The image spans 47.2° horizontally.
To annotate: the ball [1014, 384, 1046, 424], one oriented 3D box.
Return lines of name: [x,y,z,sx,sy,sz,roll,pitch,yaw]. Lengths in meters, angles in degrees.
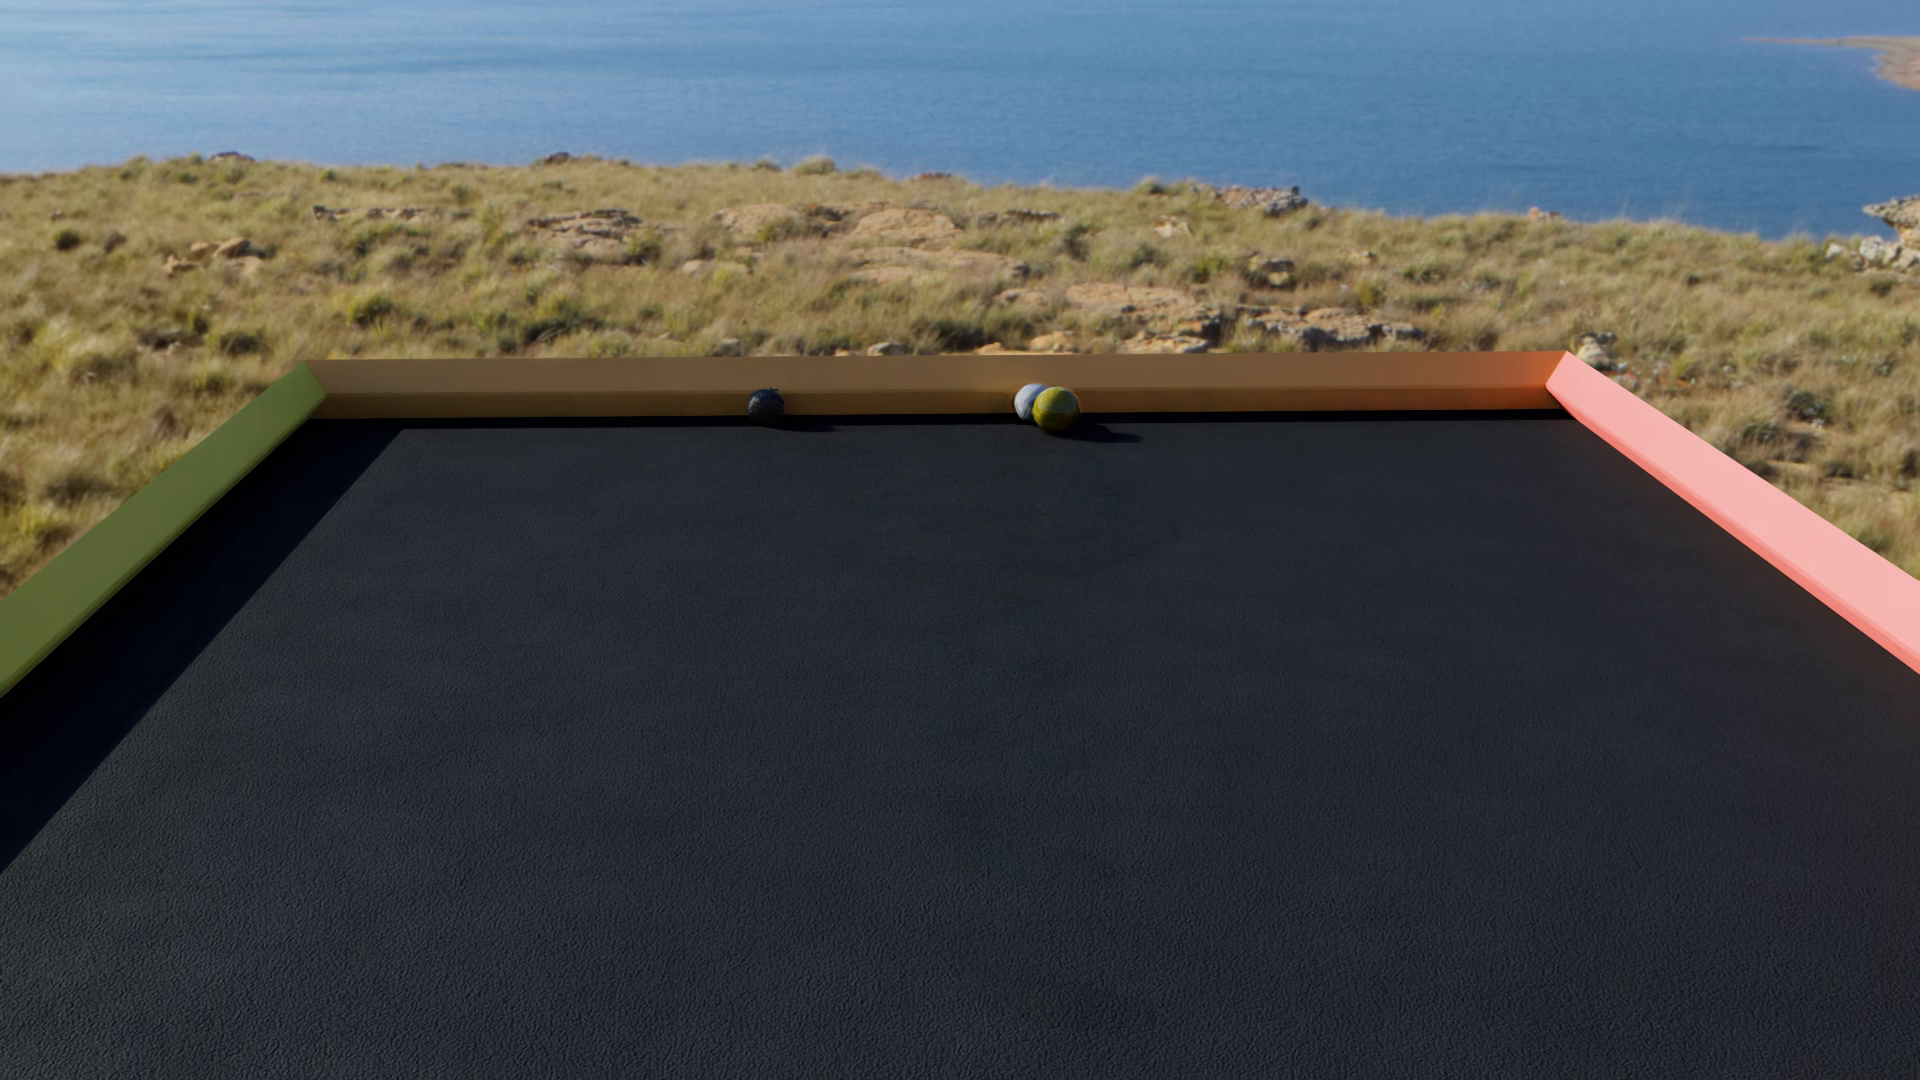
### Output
ball: [0.118,-0.215,3.465,0.064,0.064,0.064,0,16,0]

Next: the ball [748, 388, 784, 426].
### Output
ball: [-0.304,-0.209,3.457,0.058,0.058,0.058,0,16,0]

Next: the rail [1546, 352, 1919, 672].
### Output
rail: [1.017,0.211,1.944,0.045,0.094,3.373,-1,16,-2]

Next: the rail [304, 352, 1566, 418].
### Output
rail: [-0.029,-0.243,3.506,2.023,0.094,0.045,-1,16,-2]

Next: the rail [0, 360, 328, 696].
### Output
rail: [-0.957,0.230,1.876,0.045,0.094,3.373,-1,16,-2]

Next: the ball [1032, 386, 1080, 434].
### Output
ball: [0.149,-0.201,3.402,0.072,0.072,0.072,0,16,0]
